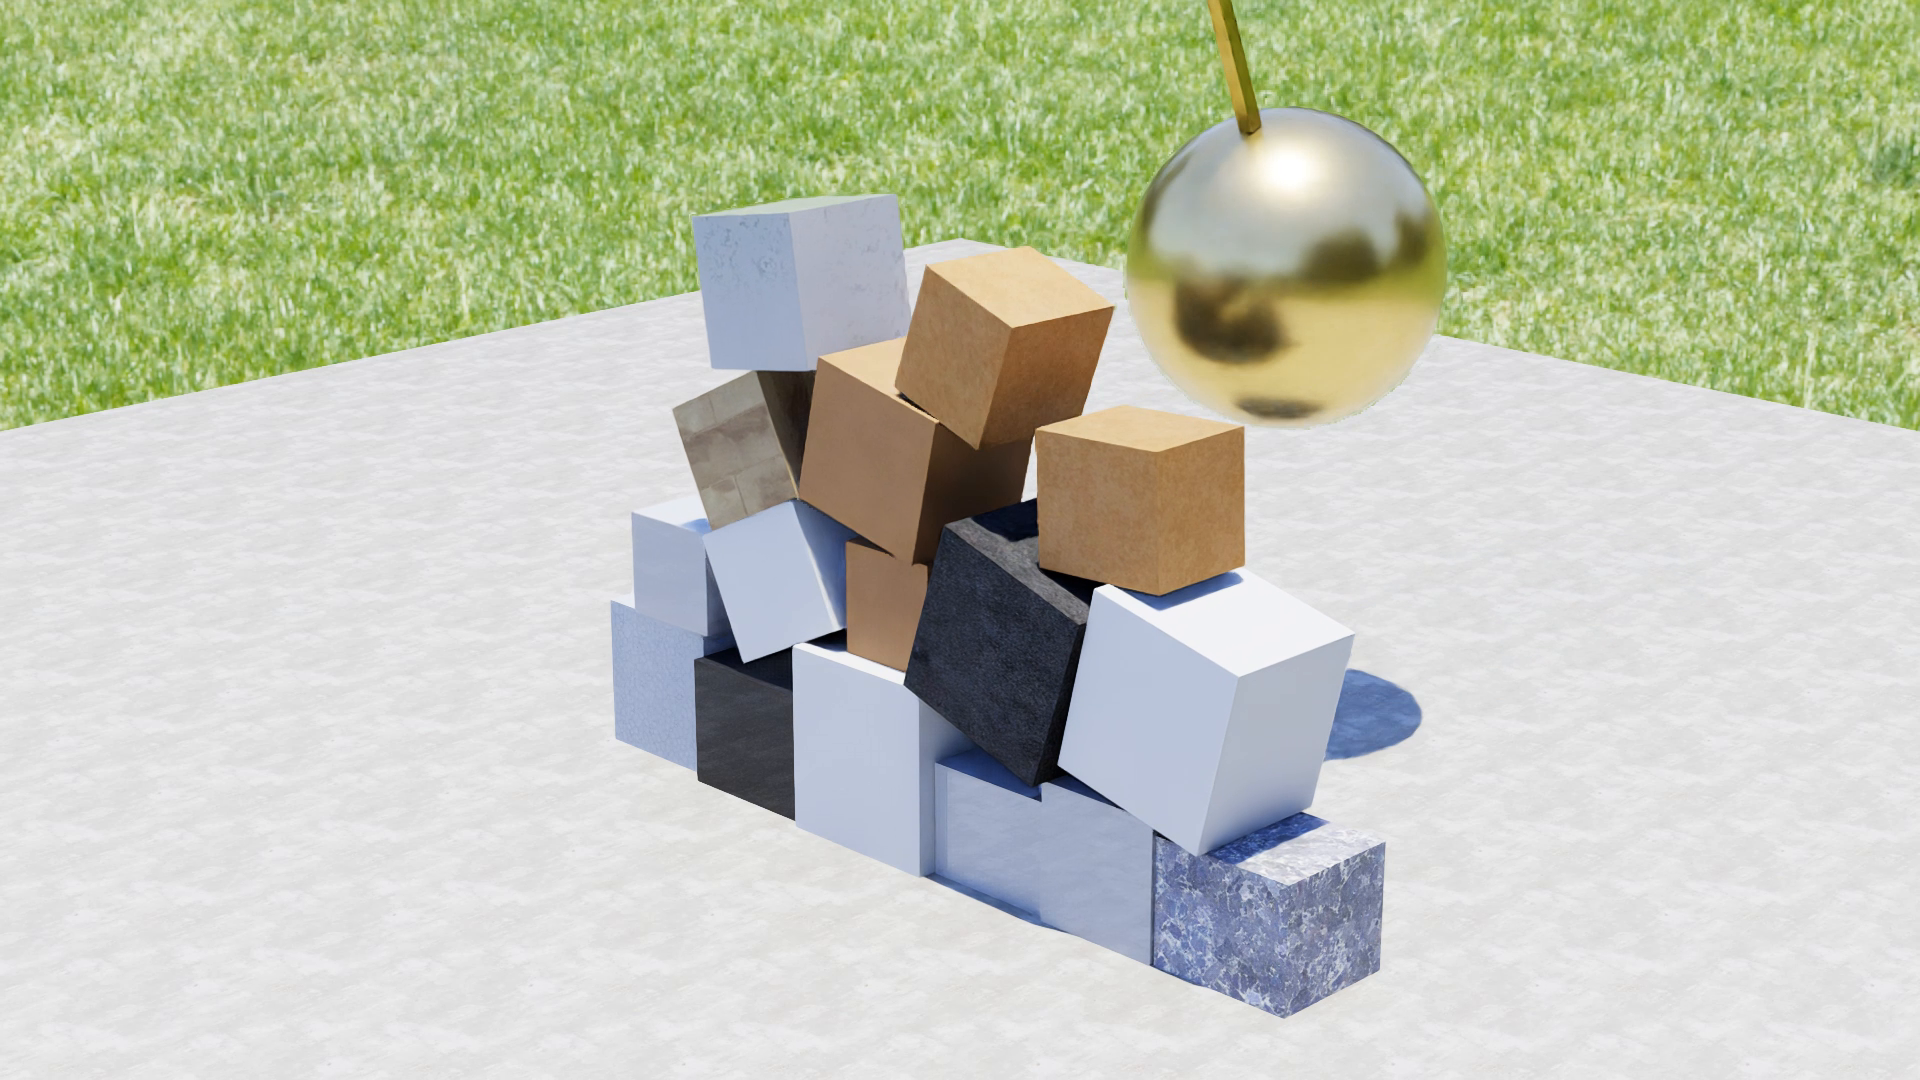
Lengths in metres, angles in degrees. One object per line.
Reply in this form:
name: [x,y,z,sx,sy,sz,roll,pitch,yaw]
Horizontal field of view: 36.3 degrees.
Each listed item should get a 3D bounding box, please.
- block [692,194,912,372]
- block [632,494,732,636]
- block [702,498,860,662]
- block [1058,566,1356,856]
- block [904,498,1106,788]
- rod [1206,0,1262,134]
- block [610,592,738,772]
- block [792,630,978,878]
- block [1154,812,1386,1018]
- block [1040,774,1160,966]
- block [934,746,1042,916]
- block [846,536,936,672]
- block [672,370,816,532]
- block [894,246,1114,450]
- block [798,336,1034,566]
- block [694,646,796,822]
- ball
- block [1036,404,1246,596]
block: [-0.730,-1.205,13.687,0.663,0.720,0.702,-16,14,-42]
block: [-1.213,0.100,14.630,0.558,0.523,0.620,16,24,42]
block: [-0.672,0.130,14.099,0.687,0.647,0.725,-17,-2,-43]
block: [1.038,0.678,12.447,0.760,0.868,0.813,-17,37,-42]
block: [0.426,0.411,13.008,0.863,0.851,0.847,-17,42,-42]
rod: [0.703,-4.074,12.798,0.080,5.200,0.080,17,46,42]
block: [-1.298,0.674,14.938,0.618,0.757,0.726,-17,24,-42]
block: [-0.205,0.938,13.836,0.792,0.914,0.849,-17,24,-42]
block: [1.310,1.543,12.437,0.645,0.598,0.714,-17,24,-42]
block: [0.830,1.361,12.893,0.696,0.672,0.642,-17,24,-42]
block: [0.342,1.278,13.366,0.608,0.547,0.683,-17,24,-42]
block: [-0.147,0.263,13.554,0.535,0.545,0.534,17,24,42]
block: [-0.834,-0.486,14.053,0.672,0.621,0.686,-17,-2,-43]
block: [0.192,-0.853,12.893,0.638,0.612,0.562,-16,43,-42]
block: [-0.192,-0.428,13.411,0.675,0.709,0.768,-17,37,-43]
block: [-0.783,0.896,14.427,0.705,0.639,0.765,-17,24,-42]
ball: [1.623,-1.353,14.618,1.600,1.600,1.600,0,17,0]
block: [0.767,-0.181,12.452,0.676,0.611,0.563,13,22,43]
